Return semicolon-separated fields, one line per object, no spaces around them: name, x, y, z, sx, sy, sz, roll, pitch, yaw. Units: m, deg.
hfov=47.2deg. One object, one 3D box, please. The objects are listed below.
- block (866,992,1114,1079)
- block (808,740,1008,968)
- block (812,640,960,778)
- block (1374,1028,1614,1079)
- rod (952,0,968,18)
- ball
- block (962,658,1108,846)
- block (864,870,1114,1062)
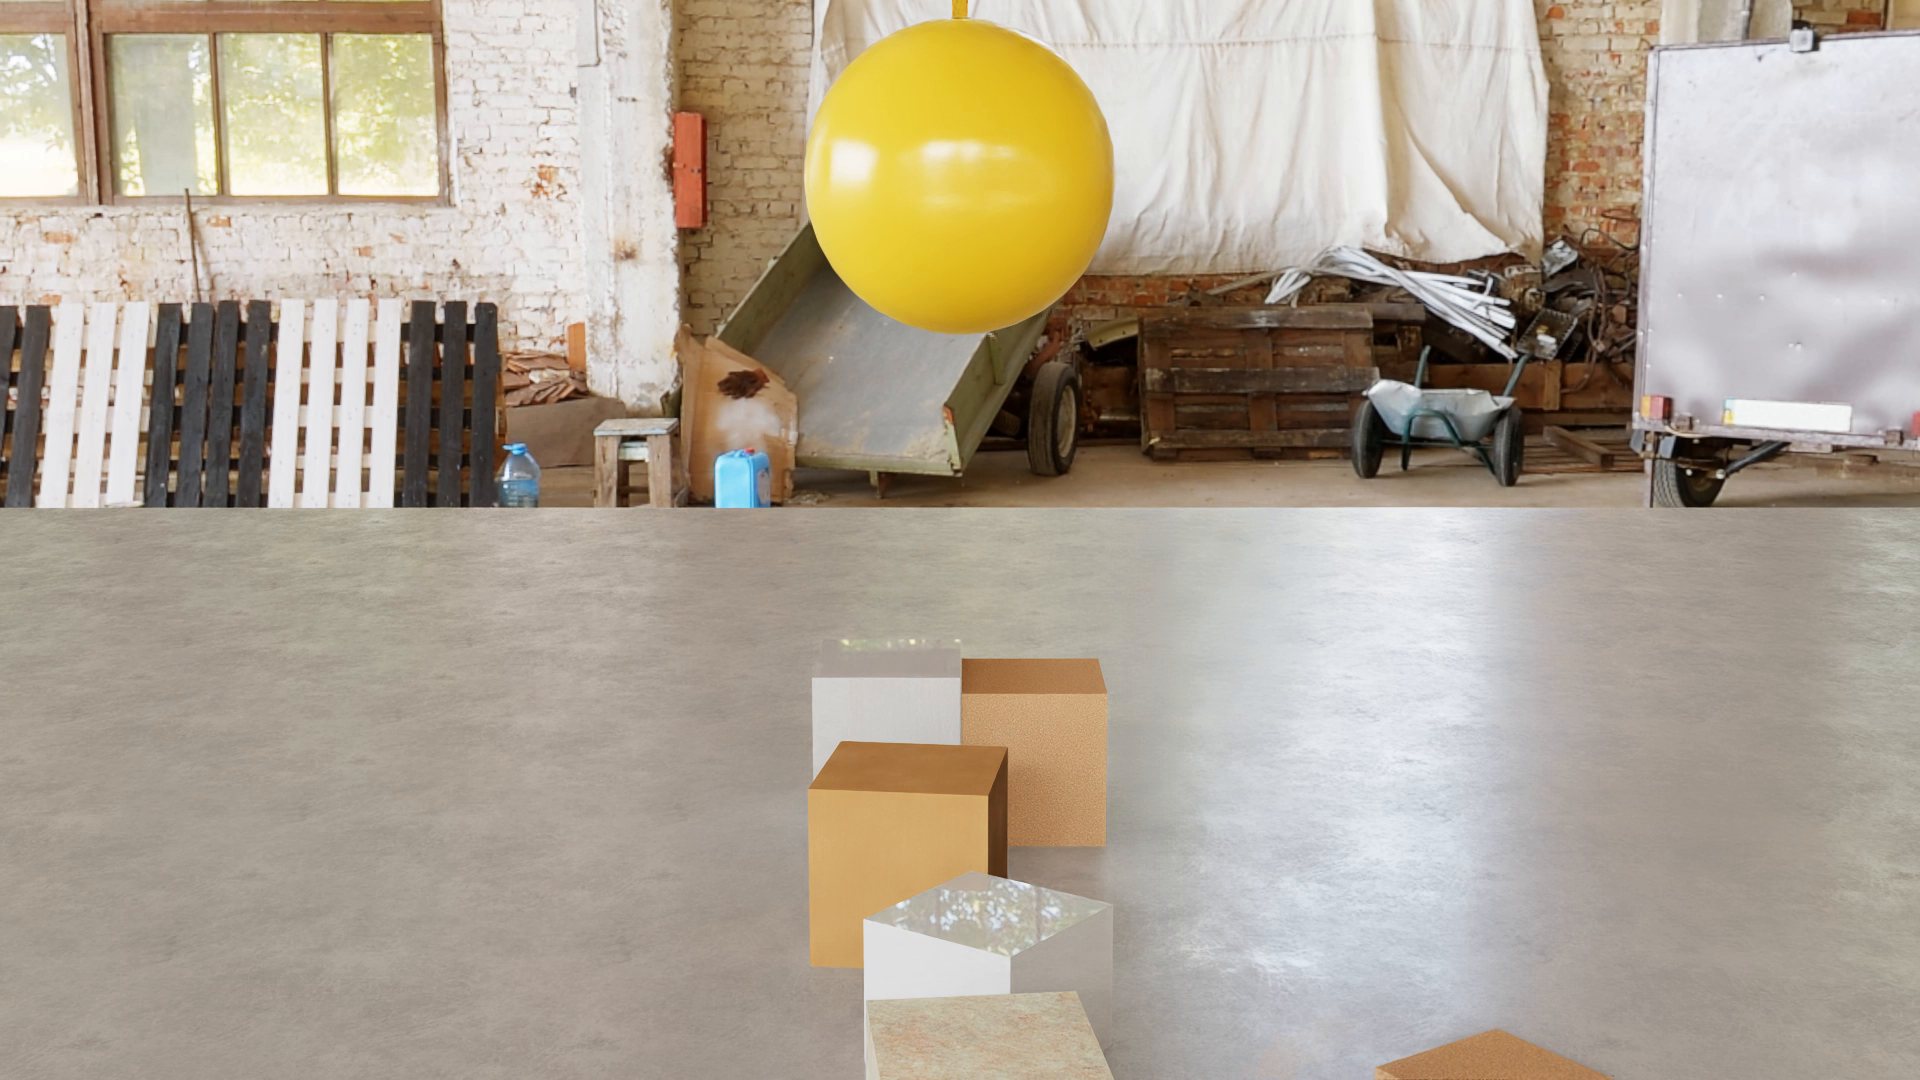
block;0.078;1.925;7.078;0.710;0.679;0.720;-1;10;-6
block;-0.214;1.387;9.729;0.769;0.791;0.767;1;10;7
block;-0.365;1.040;11.380;0.732;0.882;0.849;0;10;0
block;1.730;1.987;7.165;0.571;0.527;0.504;-7;12;-33
rod;0.000;-5.151;10.421;0.080;5.200;0.080;0;14;0
ball;0.000;-1.854;11.251;1.600;1.600;1.600;0;10;0
block;0.371;1.086;11.384;0.725;0.790;0.760;0;10;0
block;0.114;1.715;8.512;0.681;0.580;0.701;7;13;35
